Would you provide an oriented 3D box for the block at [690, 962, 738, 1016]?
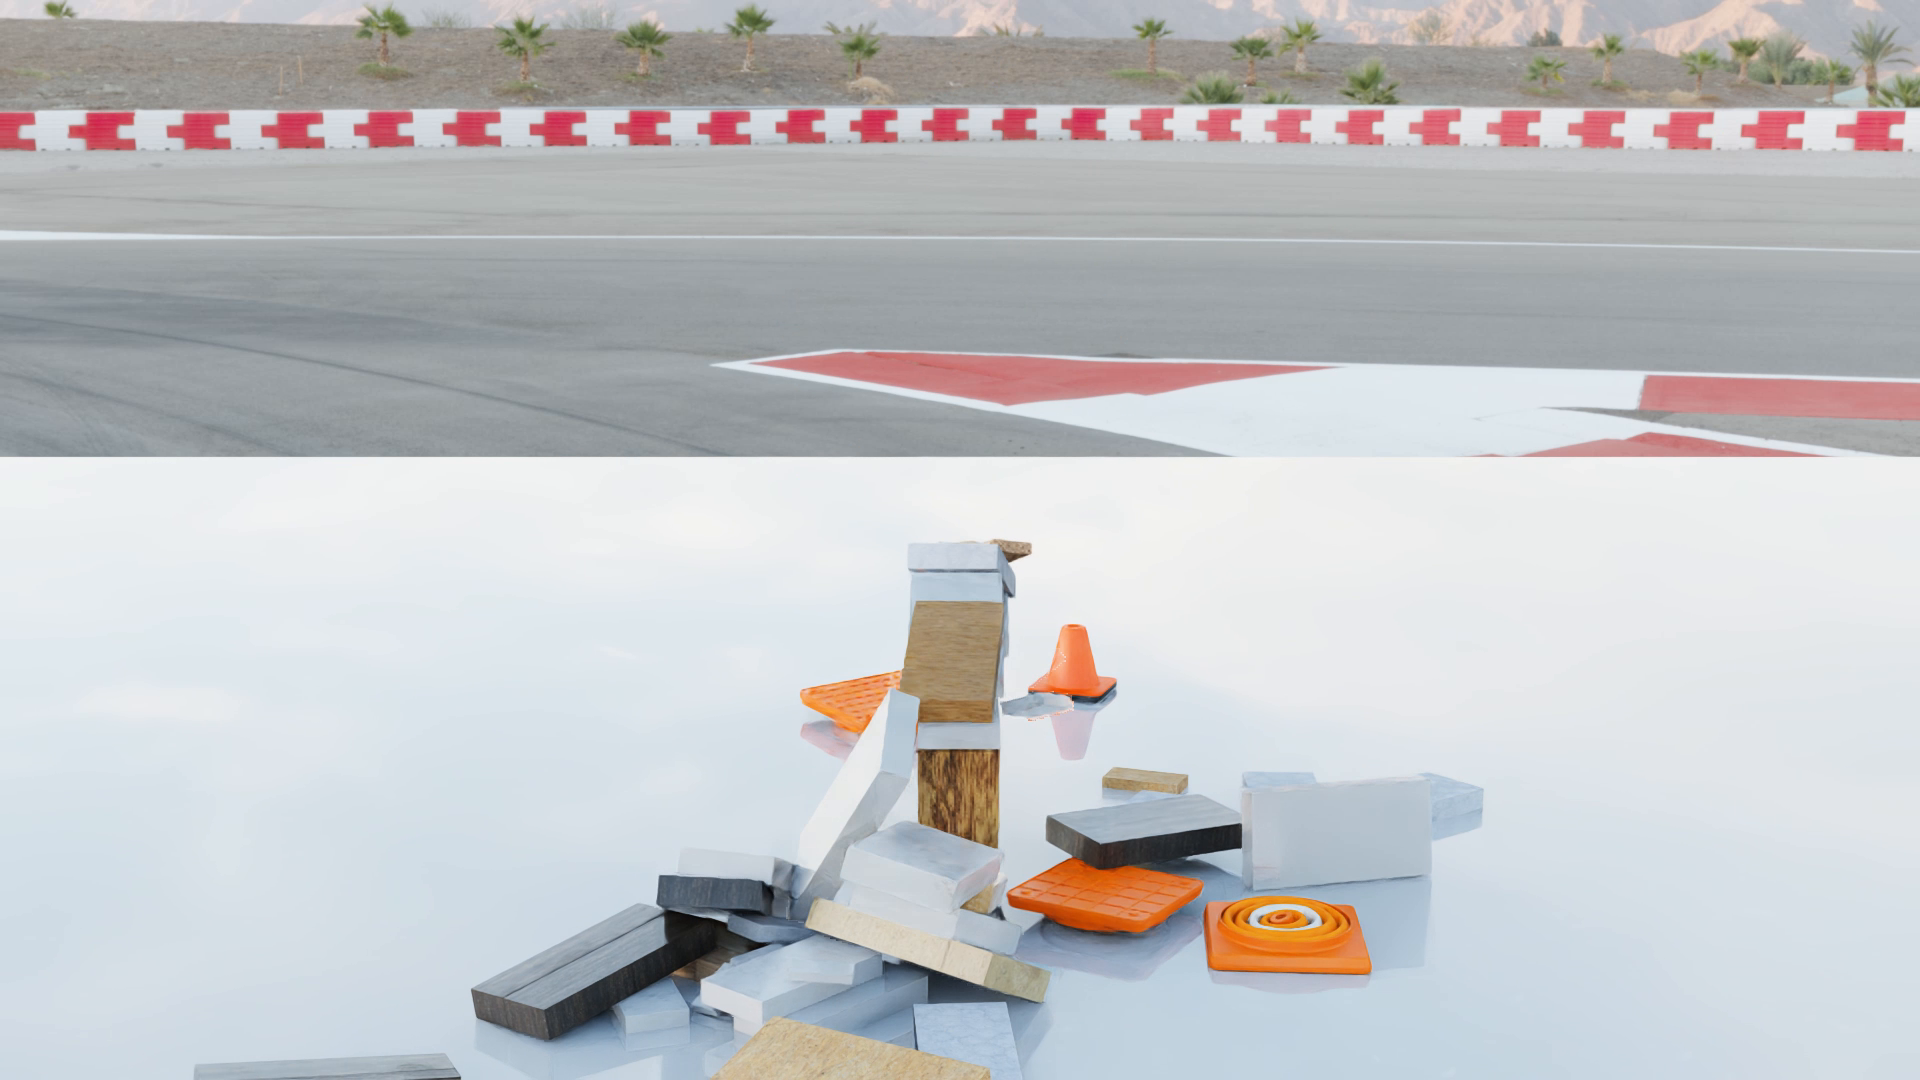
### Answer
[{"bbox_3d":[-0.347,0.652,3.192,0.045,0.013,0.090,2,35,33],"label":"block"}]

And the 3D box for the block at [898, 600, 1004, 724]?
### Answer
[{"bbox_3d":[-0.013,0.201,3.696,0.153,0.043,0.307,1,30,5],"label":"block"}]

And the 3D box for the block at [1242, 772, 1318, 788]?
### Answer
[{"bbox_3d":[0.608,0.490,4.104,0.135,0.038,0.271,0,11,2],"label":"block"}]

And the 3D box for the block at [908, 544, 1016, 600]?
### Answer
[{"bbox_3d":[0.006,0.061,4.153,0.165,0.047,0.329,0,-11,7],"label":"block"}]

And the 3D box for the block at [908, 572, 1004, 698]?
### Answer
[{"bbox_3d":[-0.007,0.164,3.855,0.165,0.047,0.329,0,31,0],"label":"block"}]

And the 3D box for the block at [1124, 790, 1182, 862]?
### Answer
[{"bbox_3d":[0.344,0.514,3.973,0.135,0.038,0.271,5,12,25],"label":"block"}]

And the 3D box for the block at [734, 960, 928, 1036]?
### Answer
[{"bbox_3d":[-0.183,0.665,3.164,0.131,0.037,0.263,9,14,41],"label":"block"}]

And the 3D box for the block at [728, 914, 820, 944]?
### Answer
[{"bbox_3d":[-0.255,0.601,3.380,0.183,0.026,0.091,12,-4,-35],"label":"block"}]

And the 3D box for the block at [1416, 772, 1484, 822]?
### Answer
[{"bbox_3d":[0.832,0.490,4.101,0.276,0.038,0.135,-8,13,-36],"label":"block"}]

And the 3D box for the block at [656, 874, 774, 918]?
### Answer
[{"bbox_3d":[-0.374,0.553,3.393,0.153,0.043,0.307,3,-13,-1],"label":"block"}]

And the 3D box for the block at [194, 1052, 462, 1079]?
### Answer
[{"bbox_3d":[-0.821,0.702,2.860,0.323,0.026,0.091,4,6,-27],"label":"block"}]

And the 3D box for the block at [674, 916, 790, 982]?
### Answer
[{"bbox_3d":[-0.341,0.635,3.326,0.263,0.037,0.131,9,14,40],"label":"block"}]

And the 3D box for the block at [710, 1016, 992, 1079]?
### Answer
[{"bbox_3d":[-0.144,0.707,2.811,0.332,0.047,0.166,6,25,30],"label":"block"}]

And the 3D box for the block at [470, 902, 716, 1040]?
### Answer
[{"bbox_3d":[-0.532,0.626,3.216,0.163,0.046,0.326,4,17,40],"label":"block"}]

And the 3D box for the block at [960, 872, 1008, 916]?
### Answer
[{"bbox_3d":[-0.017,0.535,3.468,0.162,0.046,0.325,16,-4,6],"label":"block"}]

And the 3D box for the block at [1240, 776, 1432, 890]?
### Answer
[{"bbox_3d":[0.639,0.494,3.726,0.326,0.163,0.046,-3,3,-14],"label":"block"}]

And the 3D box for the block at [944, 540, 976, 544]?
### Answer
[{"bbox_3d":[0.002,0.040,4.281,0.078,0.022,0.156,-4,-20,7],"label":"block"}]

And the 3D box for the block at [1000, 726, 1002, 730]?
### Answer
[{"bbox_3d":[0.040,0.403,4.555,0.076,0.021,0.151,17,11,4],"label":"block"}]

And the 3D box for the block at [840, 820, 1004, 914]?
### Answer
[{"bbox_3d":[-0.050,0.471,3.198,0.162,0.046,0.325,17,3,12],"label":"block"}]

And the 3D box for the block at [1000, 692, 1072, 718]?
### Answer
[{"bbox_3d":[0.135,0.292,3.878,0.078,0.022,0.156,-16,-12,19],"label":"block"}]

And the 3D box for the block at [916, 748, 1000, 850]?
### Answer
[{"bbox_3d":[-0.003,0.453,3.672,0.135,0.270,0.038,0,30,0],"label":"block"}]

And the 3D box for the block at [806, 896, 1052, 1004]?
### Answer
[{"bbox_3d":[-0.048,0.604,3.244,0.332,0.047,0.166,10,-12,36],"label":"block"}]

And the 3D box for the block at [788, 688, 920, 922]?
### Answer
[{"bbox_3d":[-0.162,0.407,3.328,0.047,0.369,0.166,21,39,-13],"label":"block"}]

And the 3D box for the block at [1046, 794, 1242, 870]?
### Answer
[{"bbox_3d":[0.329,0.501,3.793,0.326,0.046,0.163,-3,12,-31],"label":"block"}]

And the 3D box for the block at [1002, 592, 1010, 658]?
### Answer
[{"bbox_3d":[0.007,0.154,4.072,0.165,0.047,0.329,1,11,1],"label":"block"}]

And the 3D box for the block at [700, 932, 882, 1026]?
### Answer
[{"bbox_3d":[-0.239,0.628,3.161,0.123,0.035,0.246,9,14,40],"label":"block"}]

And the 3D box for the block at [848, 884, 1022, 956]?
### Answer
[{"bbox_3d":[-0.032,0.562,3.274,0.162,0.046,0.325,14,-10,20],"label":"block"}]

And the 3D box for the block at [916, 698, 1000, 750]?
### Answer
[{"bbox_3d":[-0.003,0.295,3.688,0.135,0.038,0.270,0,10,0],"label":"block"}]

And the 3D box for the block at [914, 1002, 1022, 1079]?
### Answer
[{"bbox_3d":[0.008,0.698,2.987,0.131,0.037,0.263,-1,11,-4],"label":"block"}]

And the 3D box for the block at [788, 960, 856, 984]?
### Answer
[{"bbox_3d":[-0.196,0.612,3.118,0.090,0.013,0.045,3,12,2],"label":"block"}]

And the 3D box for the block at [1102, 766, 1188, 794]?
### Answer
[{"bbox_3d":[0.360,0.468,4.267,0.151,0.021,0.076,4,11,22],"label":"block"}]

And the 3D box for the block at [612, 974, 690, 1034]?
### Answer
[{"bbox_3d":[-0.458,0.665,3.194,0.091,0.026,0.183,-4,11,-19],"label":"block"}]

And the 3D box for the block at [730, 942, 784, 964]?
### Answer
[{"bbox_3d":[-0.292,0.621,3.263,0.045,0.013,0.090,10,14,44],"label":"block"}]

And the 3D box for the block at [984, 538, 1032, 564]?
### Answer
[{"bbox_3d":[0.067,0.025,4.145,0.078,0.022,0.156,6,-12,-23],"label":"block"}]

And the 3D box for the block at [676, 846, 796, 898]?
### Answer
[{"bbox_3d":[-0.325,0.536,3.515,0.153,0.043,0.307,4,-13,14],"label":"block"}]
